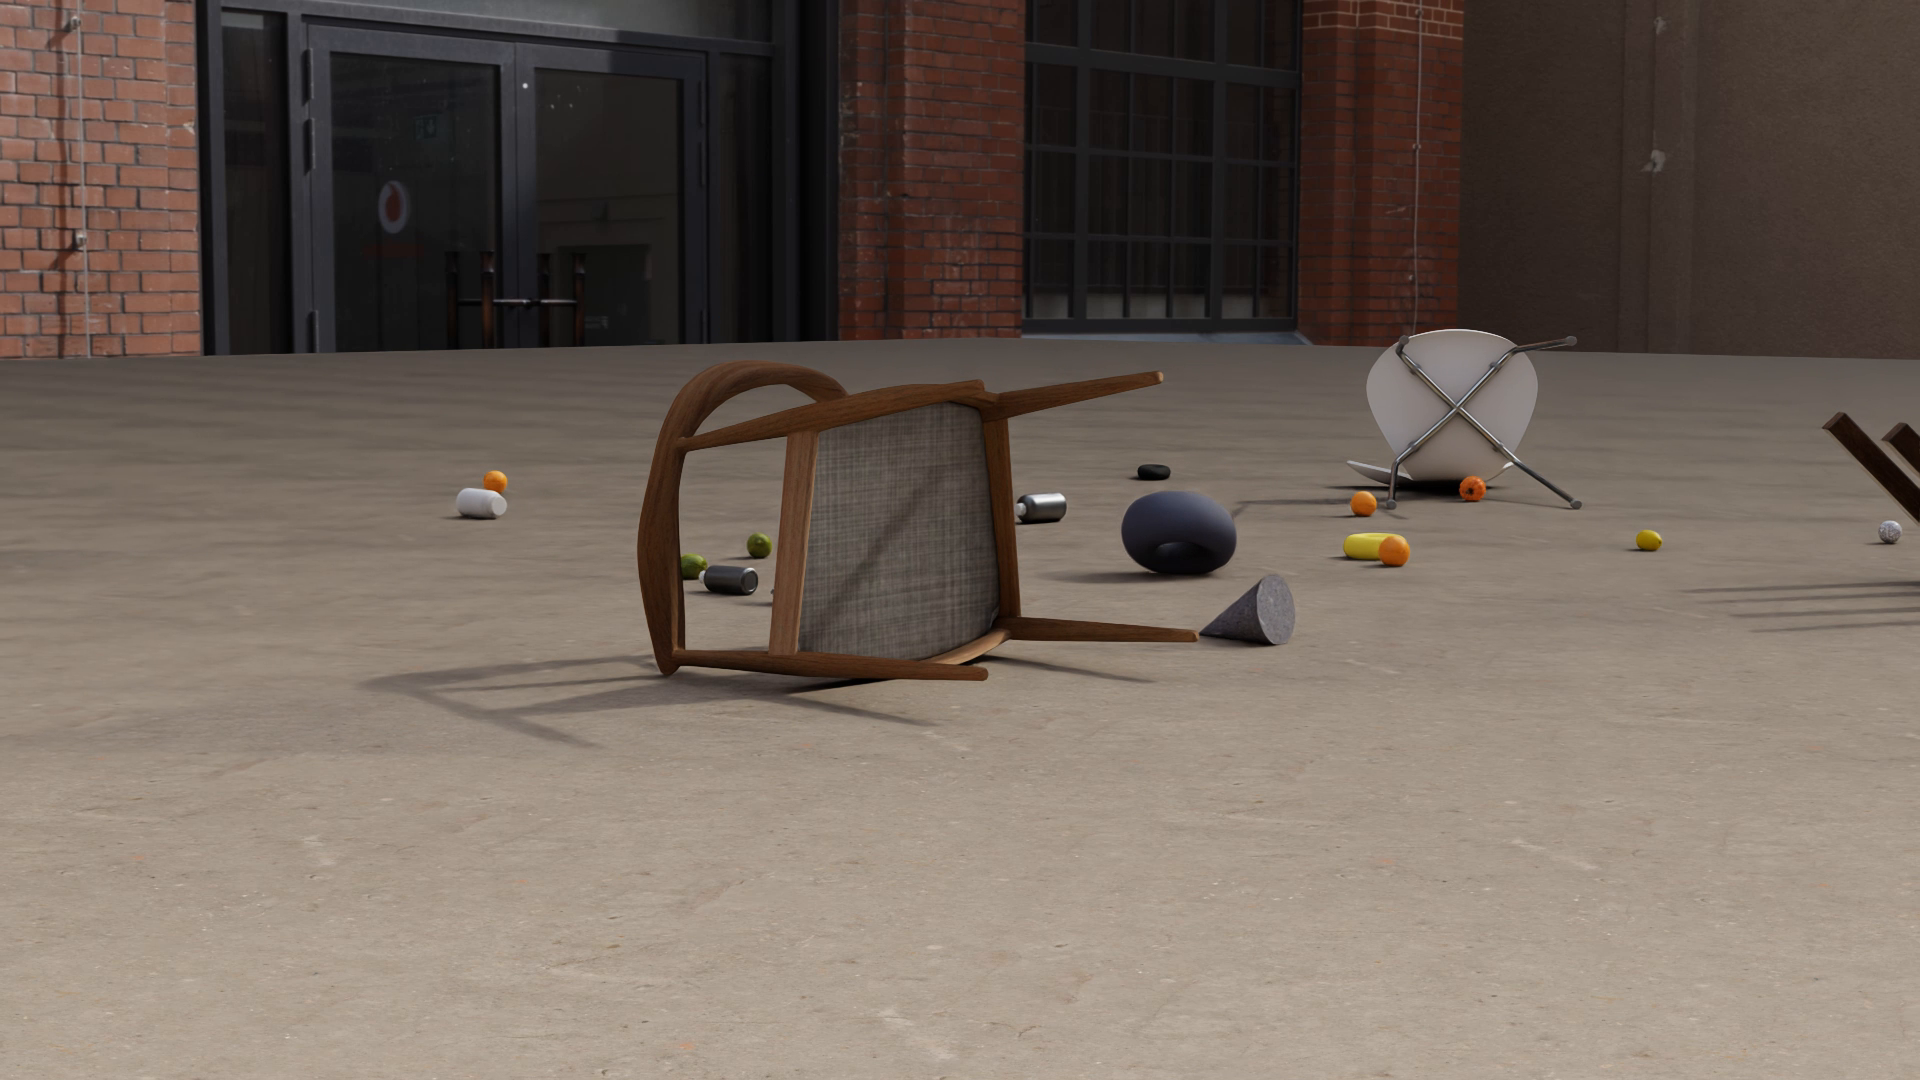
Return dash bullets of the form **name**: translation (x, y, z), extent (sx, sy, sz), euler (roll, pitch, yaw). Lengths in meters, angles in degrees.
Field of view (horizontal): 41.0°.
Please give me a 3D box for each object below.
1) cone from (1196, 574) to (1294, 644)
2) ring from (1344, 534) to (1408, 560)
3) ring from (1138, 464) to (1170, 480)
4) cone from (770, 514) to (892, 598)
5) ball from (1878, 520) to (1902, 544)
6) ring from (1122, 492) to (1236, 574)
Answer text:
- **cone**: translation (0.501, 0.149, 4.665), extent (0.179, 0.114, 0.149), euler (-21, 33, 37)
- **ring**: translation (0.972, 0.016, 6.003), extent (0.150, 0.054, 0.117), euler (1, 7, 18)
- **ring**: translation (0.634, -0.222, 8.381), extent (0.109, 0.040, 0.236), euler (2, 5, 4)
- **cone**: translation (-0.268, 0.022, 5.213), extent (0.251, 0.162, 0.129), euler (-3, -19, -12)
- **ball**: translation (2.295, -0.020, 6.332), extent (0.057, 0.057, 0.057), euler (0, 6, 0)
- **ring**: translation (0.483, -0.015, 5.651), extent (0.261, 0.129, 0.192), euler (8, -36, -14)
